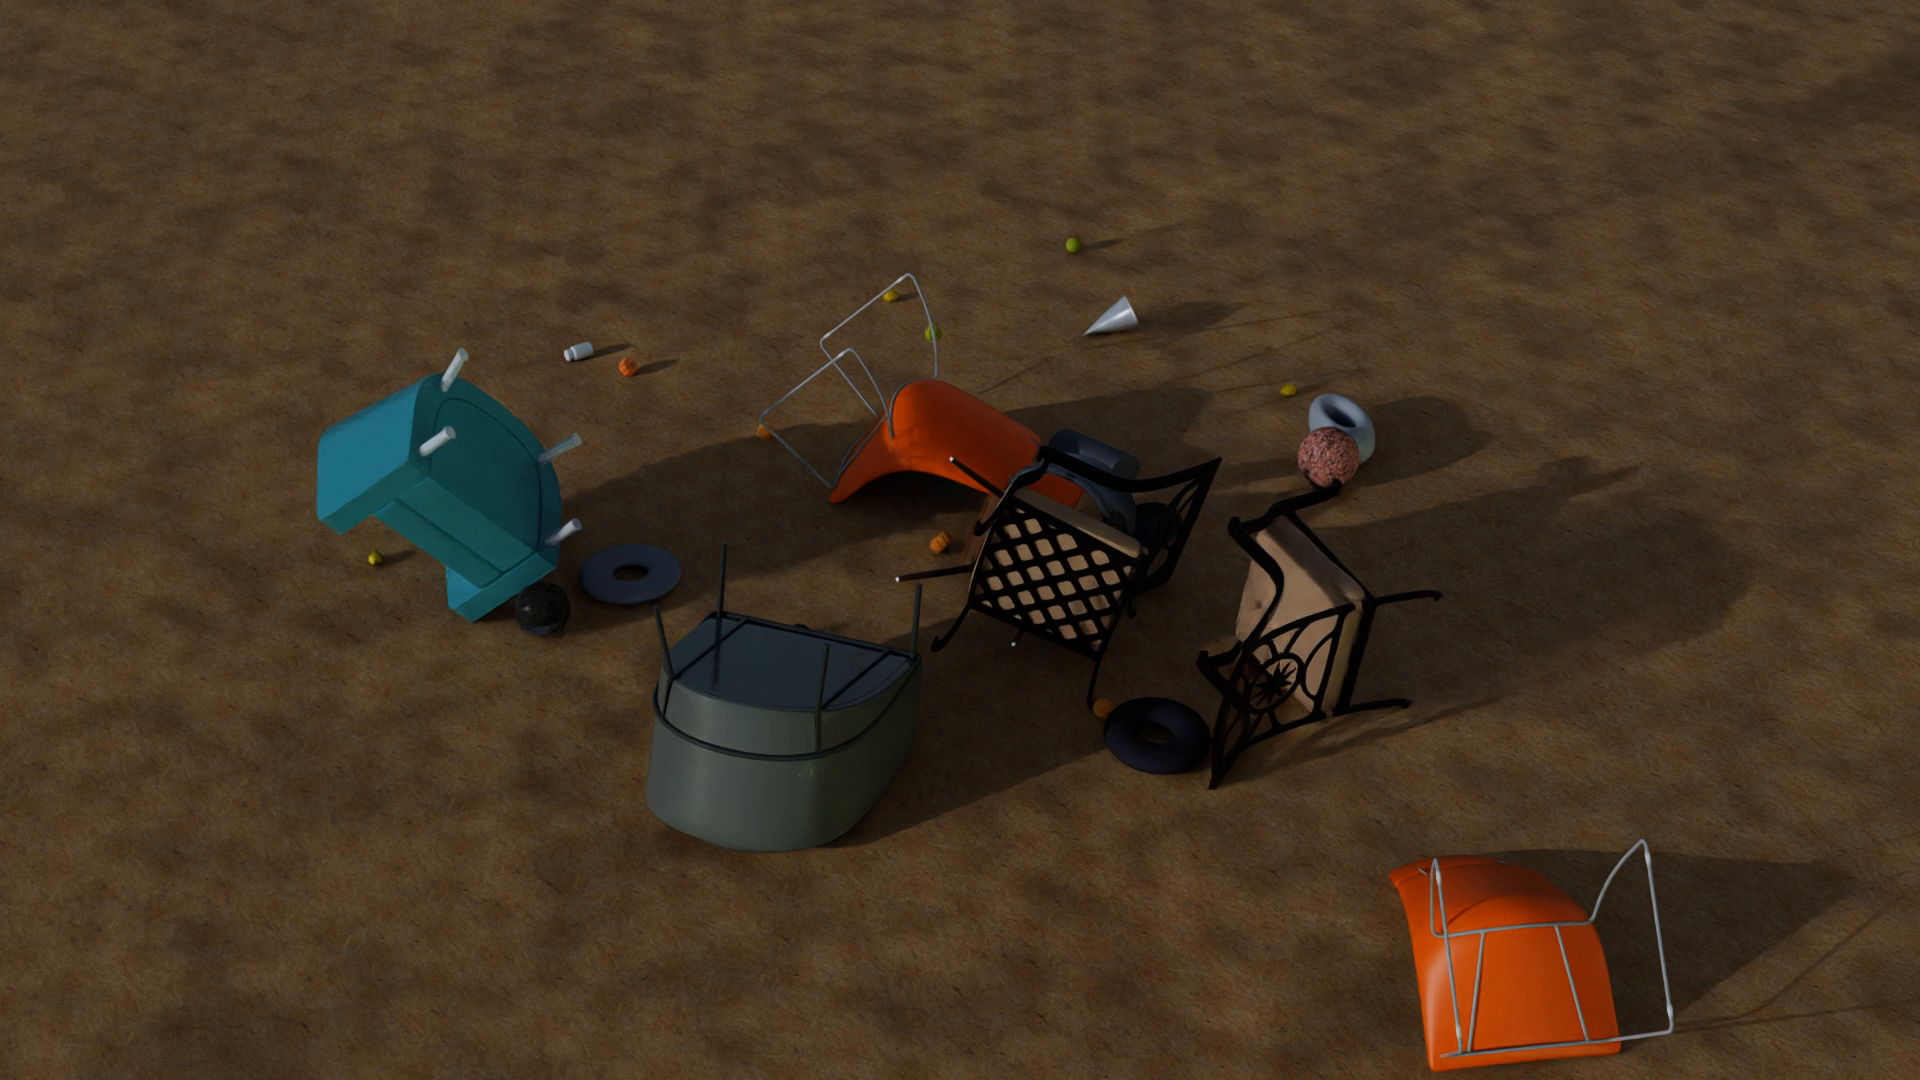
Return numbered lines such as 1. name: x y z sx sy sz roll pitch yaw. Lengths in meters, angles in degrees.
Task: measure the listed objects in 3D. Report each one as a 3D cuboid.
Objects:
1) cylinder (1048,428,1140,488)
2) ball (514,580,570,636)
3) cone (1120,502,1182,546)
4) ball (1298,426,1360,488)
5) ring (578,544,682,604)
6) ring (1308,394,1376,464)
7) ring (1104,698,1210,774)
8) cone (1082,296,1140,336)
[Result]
1. cylinder: 0.514 -0.315 11.295 0.309 0.131 0.193 25 19 33
2. ball: -1.480 0.243 10.397 0.197 0.197 0.197 0 33 0
3. cone: 0.738 -0.050 10.956 0.258 0.164 0.114 0 -10 30
4. ball: 1.408 -0.316 11.210 0.236 0.236 0.236 0 33 0
5. ring: -1.205 0.123 10.705 0.378 0.059 0.373 -28 42 -36
6. ring: 1.492 -0.434 11.460 0.218 0.157 0.387 -13 37 -16
7. ring: 0.664 0.658 9.874 0.358 0.082 0.402 -9 34 -14
8. cone: 0.612 -0.902 12.236 0.234 0.158 0.238 -25 4 2
